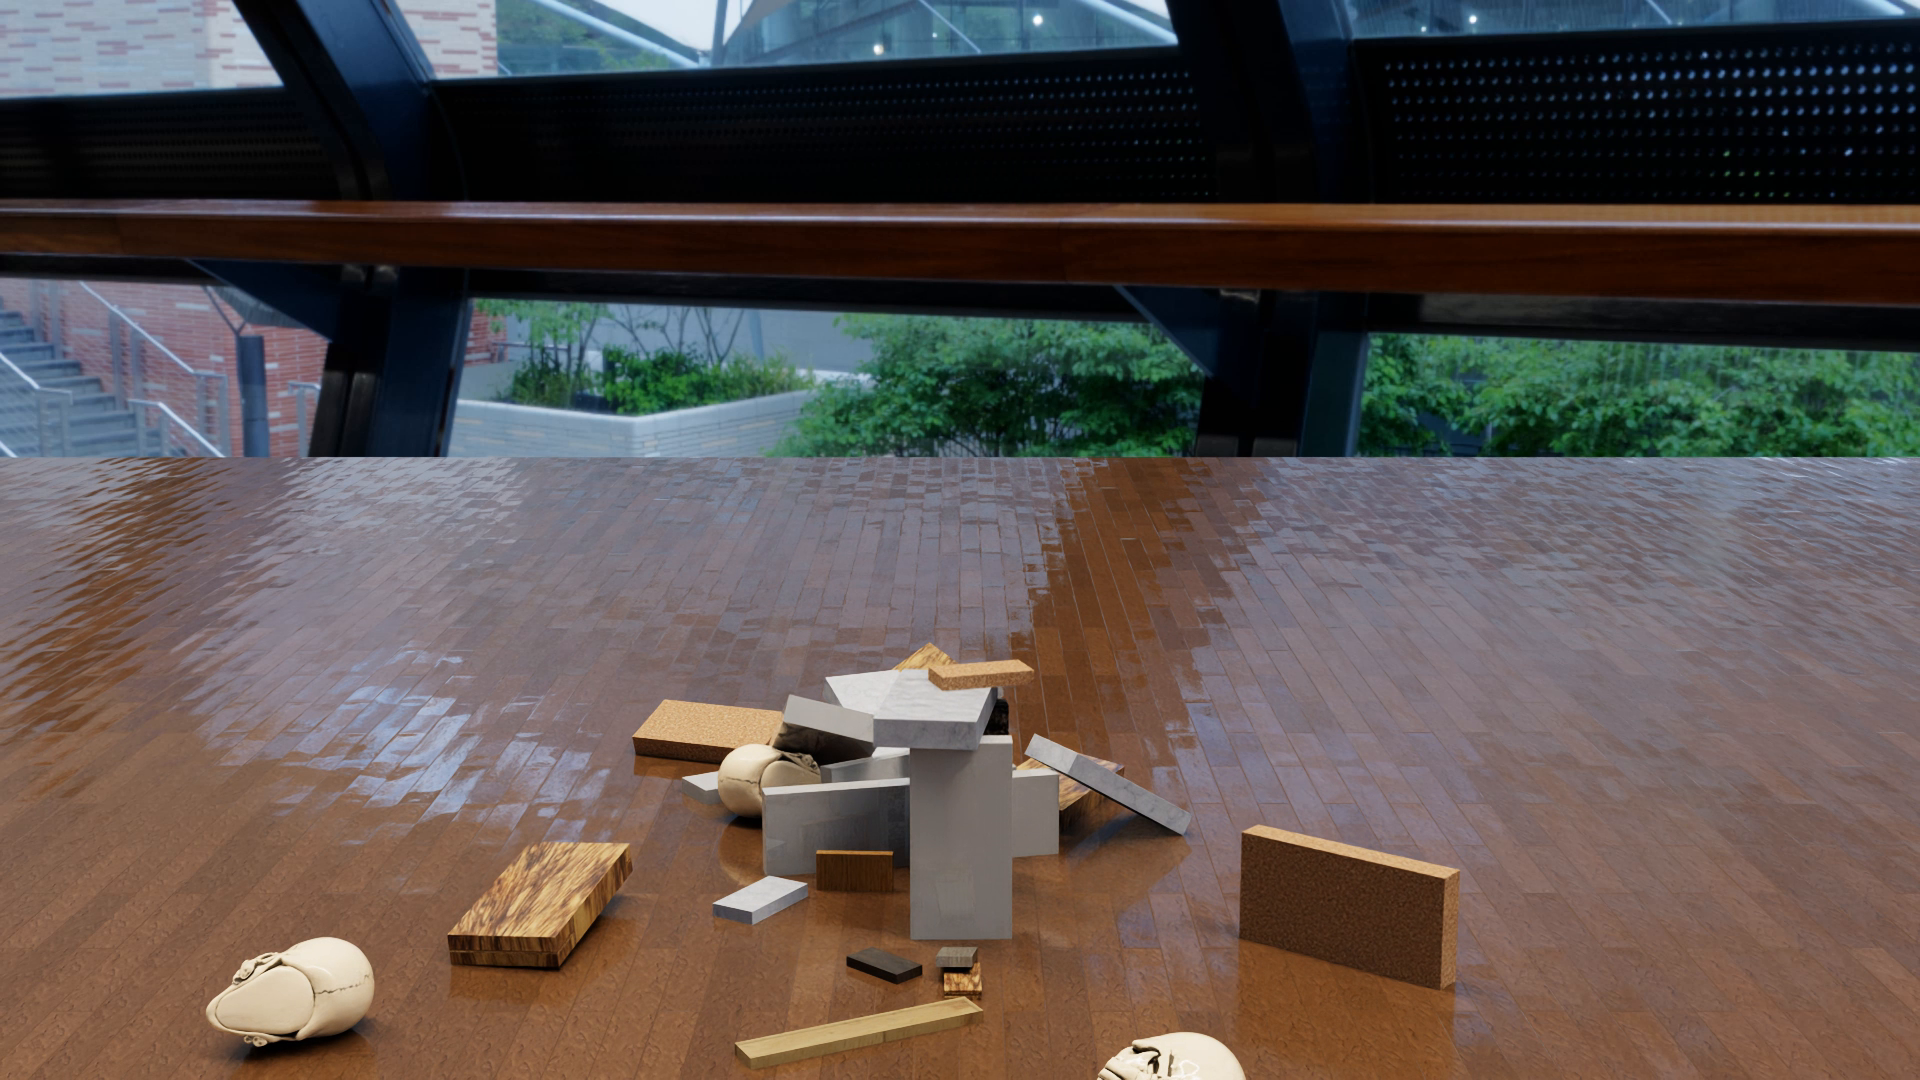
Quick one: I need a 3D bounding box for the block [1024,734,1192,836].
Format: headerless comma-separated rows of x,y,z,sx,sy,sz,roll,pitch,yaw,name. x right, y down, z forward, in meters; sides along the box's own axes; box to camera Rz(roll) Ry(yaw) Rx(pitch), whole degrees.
0.268,0.441,3.961,0.291,0.041,0.145,30,-6,-30,block

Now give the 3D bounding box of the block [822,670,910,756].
-0.131,0.382,4.304,0.158,0.045,0.360,-5,34,-24,block

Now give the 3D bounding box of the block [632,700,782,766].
-0.505,0.394,4.493,0.291,0.041,0.145,4,29,21,block

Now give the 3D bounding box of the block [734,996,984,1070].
-0.139,0.690,3.085,0.357,0.017,0.059,-5,12,-27,block

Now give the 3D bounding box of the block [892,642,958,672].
-0.104,0.338,4.487,0.158,0.045,0.316,35,43,21,block

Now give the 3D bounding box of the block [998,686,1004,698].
0.004,0.392,3.963,0.140,0.281,0.040,-3,12,-16,block

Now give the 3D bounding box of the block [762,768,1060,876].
-0.083,0.488,3.818,0.518,0.145,0.041,-3,11,-13,block

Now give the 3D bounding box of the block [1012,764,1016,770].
0.069,0.470,3.965,0.064,0.128,0.018,-3,11,-16,block

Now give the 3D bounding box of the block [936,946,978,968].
-0.005,0.631,3.331,0.054,0.015,0.109,0,-3,5,block

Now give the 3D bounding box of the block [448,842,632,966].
-0.662,0.575,3.499,0.174,0.049,0.347,-1,16,11,block

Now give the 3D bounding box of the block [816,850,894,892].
-0.176,0.554,3.685,0.128,0.064,0.018,1,11,3,block

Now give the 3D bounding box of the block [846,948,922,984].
-0.115,0.645,3.333,0.109,0.015,0.054,10,14,43,block

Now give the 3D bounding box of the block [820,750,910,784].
-0.117,0.459,3.981,0.281,0.140,0.040,-7,6,-33,block

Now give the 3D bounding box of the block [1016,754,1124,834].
0.178,0.468,4.148,0.158,0.045,0.316,13,15,23,block

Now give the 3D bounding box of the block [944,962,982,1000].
0.004,0.656,3.270,0.054,0.015,0.109,0,11,-1,block

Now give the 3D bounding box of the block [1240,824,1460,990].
0.591,0.558,3.364,0.347,0.174,0.049,8,13,38,block

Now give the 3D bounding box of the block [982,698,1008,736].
-0.001,0.427,3.671,0.160,0.319,0.045,-1,11,-5,block

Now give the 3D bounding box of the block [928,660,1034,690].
0.034,0.221,3.598,0.157,0.022,0.078,-3,11,-18,block

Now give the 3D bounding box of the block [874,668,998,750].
-0.035,0.269,3.525,0.160,0.045,0.320,1,11,7,block

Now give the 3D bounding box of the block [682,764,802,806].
-0.421,0.468,4.244,0.204,0.029,0.102,-7,13,-33,block

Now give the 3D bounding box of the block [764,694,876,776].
-0.255,0.373,4.065,0.174,0.049,0.446,14,-17,-5,block

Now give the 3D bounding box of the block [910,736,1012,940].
0.001,0.468,3.453,0.160,0.319,0.045,0,11,-1,block

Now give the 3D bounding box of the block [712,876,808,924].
-0.326,0.590,3.608,0.078,0.022,0.157,6,12,30,block
